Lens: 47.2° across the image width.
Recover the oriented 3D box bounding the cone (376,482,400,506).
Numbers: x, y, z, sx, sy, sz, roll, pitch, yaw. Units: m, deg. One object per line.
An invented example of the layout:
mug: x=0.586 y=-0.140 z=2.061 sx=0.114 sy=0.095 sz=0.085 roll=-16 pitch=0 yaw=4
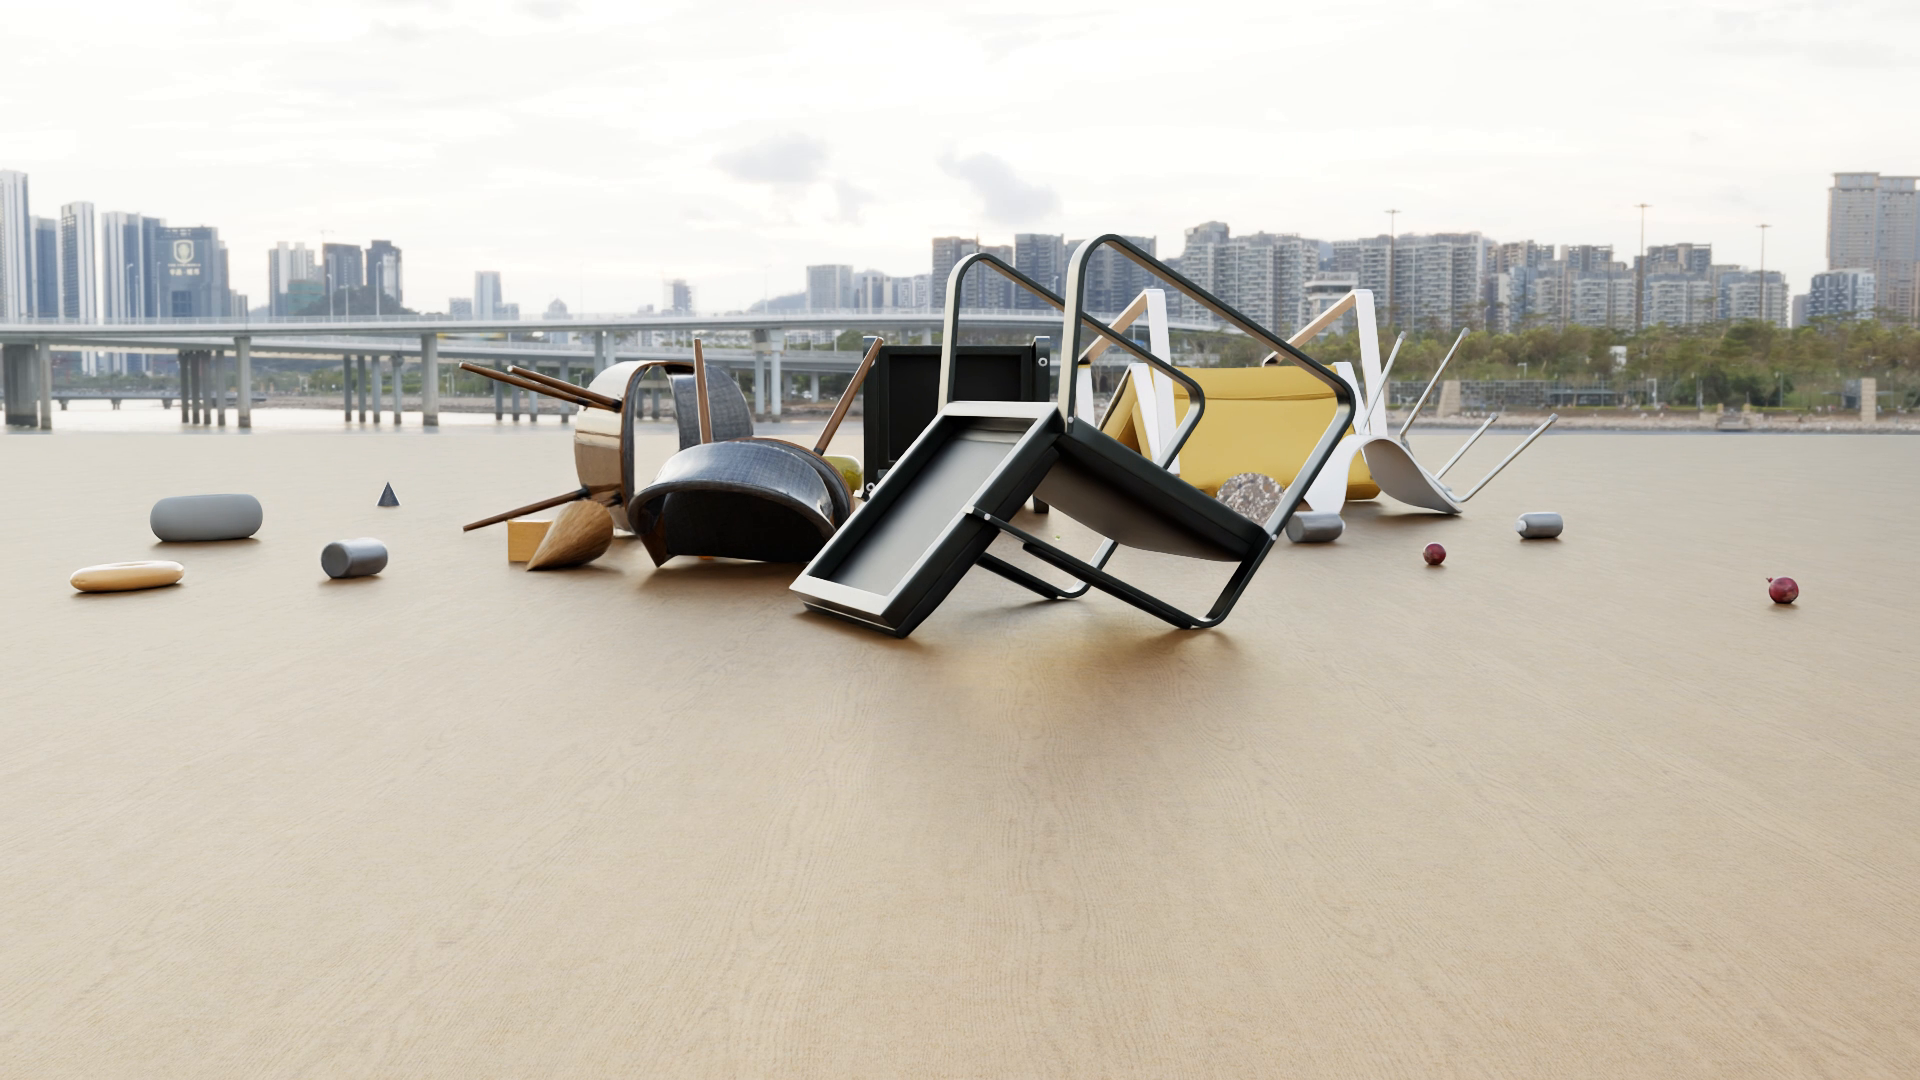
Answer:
cone: x=-2.214 y=-0.182 z=8.515 sx=0.096 sy=0.094 sz=0.103 roll=1 pitch=4 yaw=9

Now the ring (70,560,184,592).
ring: x=-1.880 y=0.081 z=4.976 sx=0.165 sy=0.053 sz=0.350 roll=0 pitch=3 yaw=15

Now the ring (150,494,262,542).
ring: x=-2.251 y=-0.067 z=6.578 sx=0.220 sy=0.132 sz=0.356 roll=1 pitch=5 yaw=38

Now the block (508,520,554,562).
block: x=-1.120 y=0.001 z=5.780 sx=0.105 sy=0.103 sz=0.085 roll=1 pitch=4 yaw=18

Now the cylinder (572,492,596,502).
cylinder: x=-1.497 y=-0.171 z=8.762 sx=0.070 sy=0.036 sz=0.069 roll=4 pitch=18 yaw=33

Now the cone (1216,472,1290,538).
cone: x=0.890 y=-0.063 z=6.743 sx=0.221 sy=0.209 sz=0.276 roll=17 pitch=-15 yaw=10

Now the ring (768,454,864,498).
ring: x=-0.597 y=-0.262 z=9.081 sx=0.406 sy=0.178 sz=0.350 roll=0 pitch=2 yaw=-24

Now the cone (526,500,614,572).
cone: x=-1.018 y=0.029 z=5.514 sx=0.228 sy=0.153 sz=0.249 roll=-35 pitch=4 yaw=36
